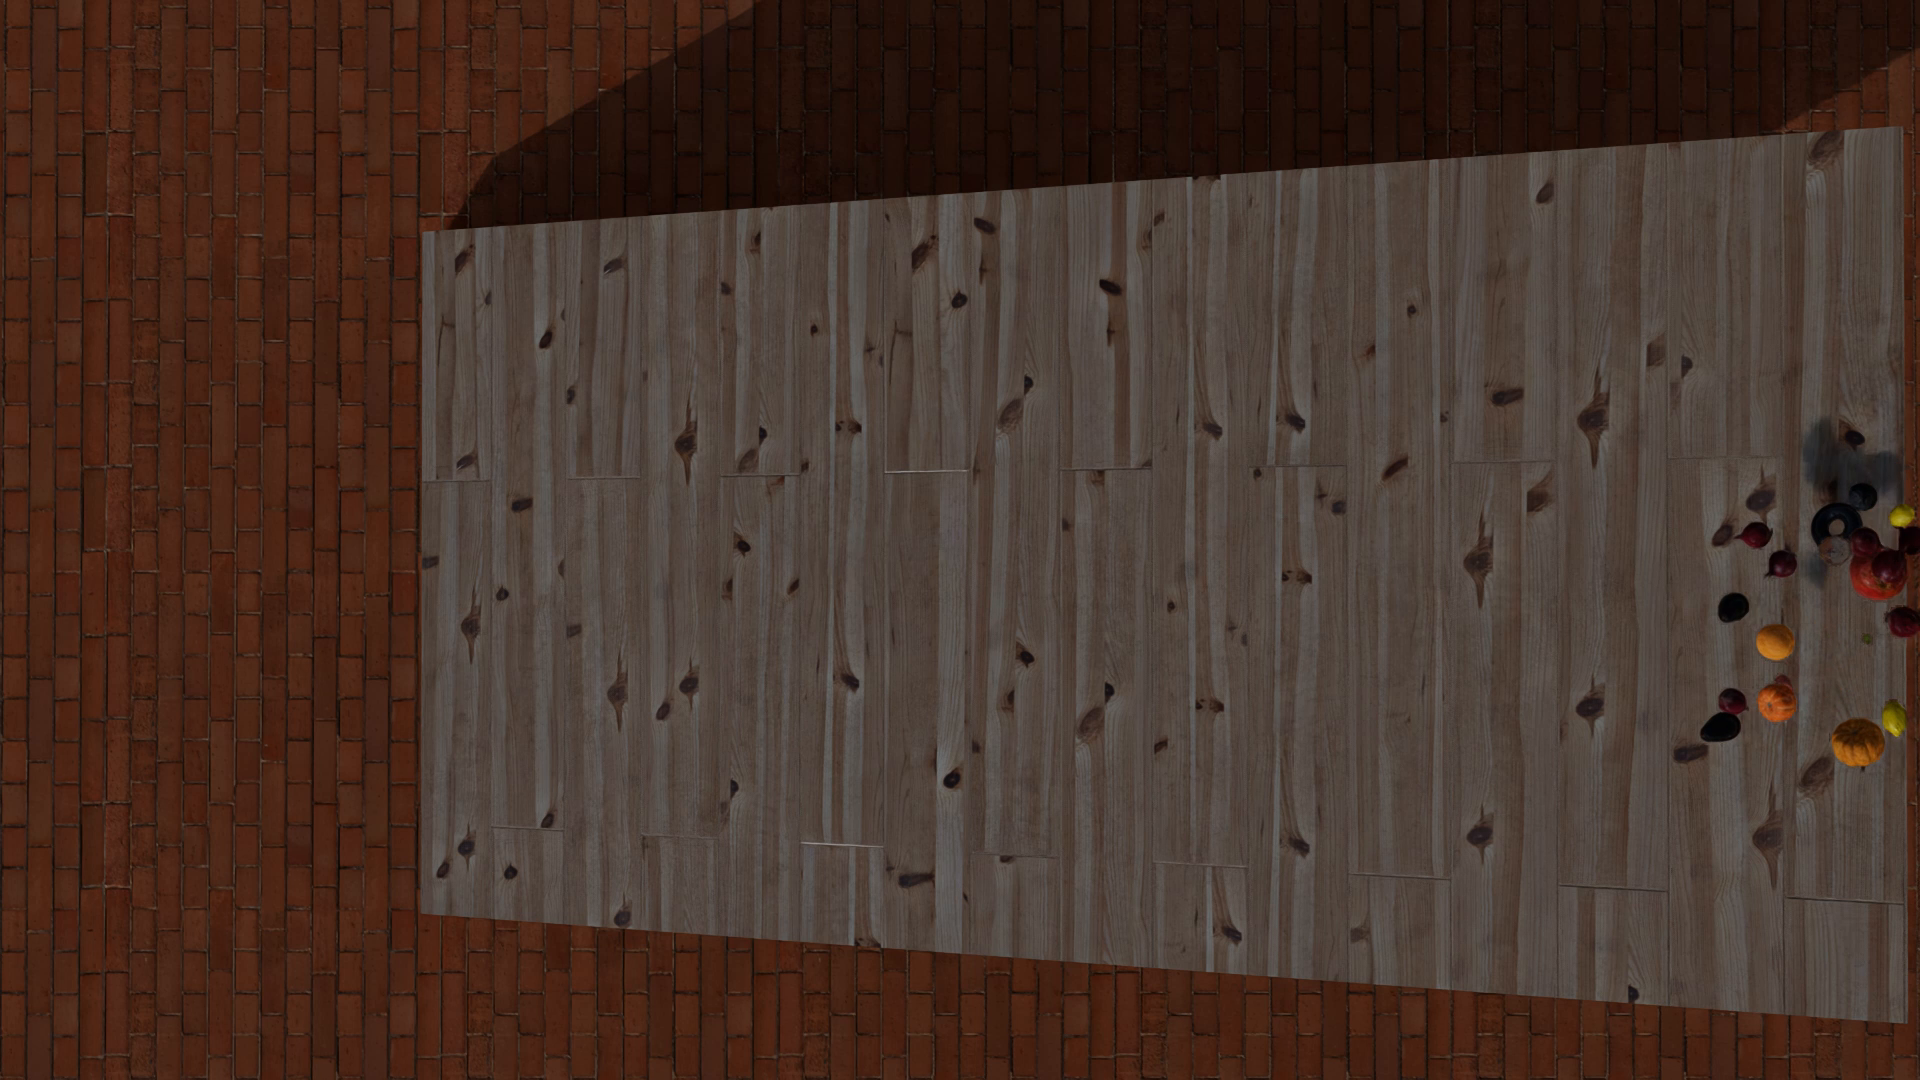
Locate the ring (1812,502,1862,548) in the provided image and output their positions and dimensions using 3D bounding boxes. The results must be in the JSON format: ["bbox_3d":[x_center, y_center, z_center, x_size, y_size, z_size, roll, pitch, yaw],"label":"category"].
[{"bbox_3d":[1.950,-0.027,4.892,0.038,0.115,0.115,12,89,-43],"label":"ring"}]

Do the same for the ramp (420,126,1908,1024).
[{"bbox_3d":[0.283,0.085,5.721,4.000,0.100,2.000,0,89,23],"label":"ramp"}]

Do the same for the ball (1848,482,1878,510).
[{"bbox_3d":[1.697,-0.081,4.133,0.052,0.052,0.052,0,89,0],"label":"ball"}]

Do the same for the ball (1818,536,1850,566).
[{"bbox_3d":[1.643,0.019,4.130,0.056,0.056,0.056,0,89,0],"label":"ball"}]
